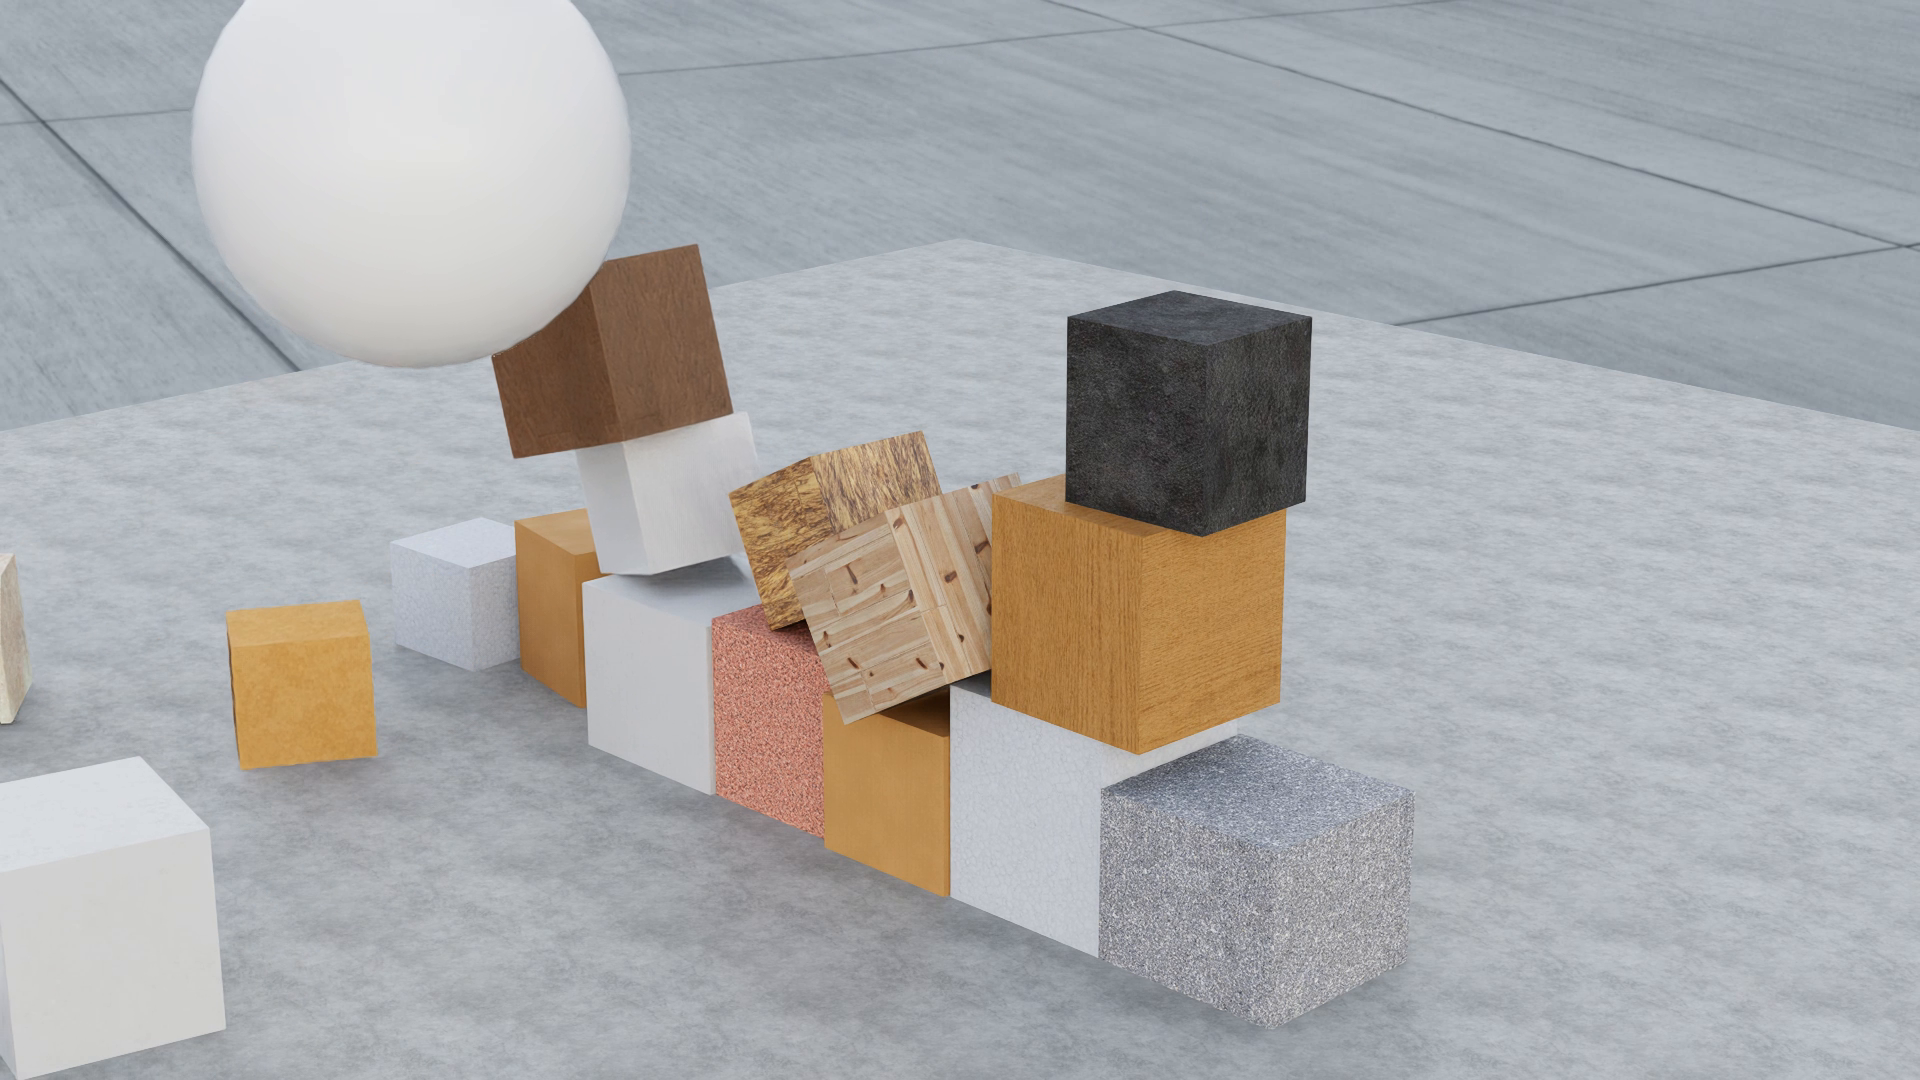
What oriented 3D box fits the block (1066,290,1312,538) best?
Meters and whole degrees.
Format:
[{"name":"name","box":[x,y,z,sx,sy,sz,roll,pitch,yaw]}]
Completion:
[{"name":"block","box":[0.947,-0.541,12.203,0.736,0.795,0.692,16,23,41]}]

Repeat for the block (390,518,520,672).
[{"name":"block","box":[-2.698,0.296,16.407,0.699,0.597,0.648,15,23,40]}]

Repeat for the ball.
[{"name":"ball","box":[-2.009,-1.431,10.787,1.600,1.600,1.600,0,17,0]}]

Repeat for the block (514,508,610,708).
[{"name":"block","box":[-1.866,0.327,15.884,0.813,0.852,0.738,-11,21,-31]}]

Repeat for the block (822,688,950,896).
[{"name":"block","box":[-0.029,1.062,13.681,0.917,0.771,0.794,-17,24,-42]}]

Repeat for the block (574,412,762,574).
[{"name":"block","box":[-1.454,-0.235,14.862,0.682,0.679,0.732,-14,6,-26]}]

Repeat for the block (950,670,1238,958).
[{"name":"block","box":[0.592,1.123,13.074,0.900,1.018,0.896,17,24,42]}]

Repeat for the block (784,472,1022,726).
[{"name":"block","box":[-0.130,0.263,13.130,0.803,0.789,0.788,-17,-5,-40]}]

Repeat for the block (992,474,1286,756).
[{"name":"block","box":[0.761,0.253,12.574,0.899,0.943,0.871,-16,24,-41]}]

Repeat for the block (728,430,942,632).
[{"name":"block","box":[-0.539,-0.043,13.892,0.689,0.689,0.695,-15,-4,-40]}]

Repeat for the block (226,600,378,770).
[{"name":"block","box":[-3.358,0.730,14.940,0.677,0.649,0.578,-5,18,-15]}]

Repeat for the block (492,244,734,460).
[{"name":"block","box":[-1.766,-0.938,14.606,0.829,0.864,0.759,-6,8,42]}]

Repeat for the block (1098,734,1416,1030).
[{"name":"block","box":[1.257,1.430,12.485,0.919,0.785,0.954,-17,24,-42]}]

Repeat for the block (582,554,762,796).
[{"name":"block","box":[-1.264,0.644,14.841,0.843,0.872,0.960,-17,24,-42]}]

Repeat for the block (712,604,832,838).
[{"name":"block","box":[-0.602,0.814,14.233,0.846,0.912,0.831,17,24,42]}]

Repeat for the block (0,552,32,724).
[{"name":"block","box":[-5.332,0.535,15.376,0.714,0.732,0.629,-4,18,-6]}]

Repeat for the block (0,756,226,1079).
[{"name":"block","box":[-3.600,1.525,12.010,0.843,0.888,0.917,-11,20,-30]}]
